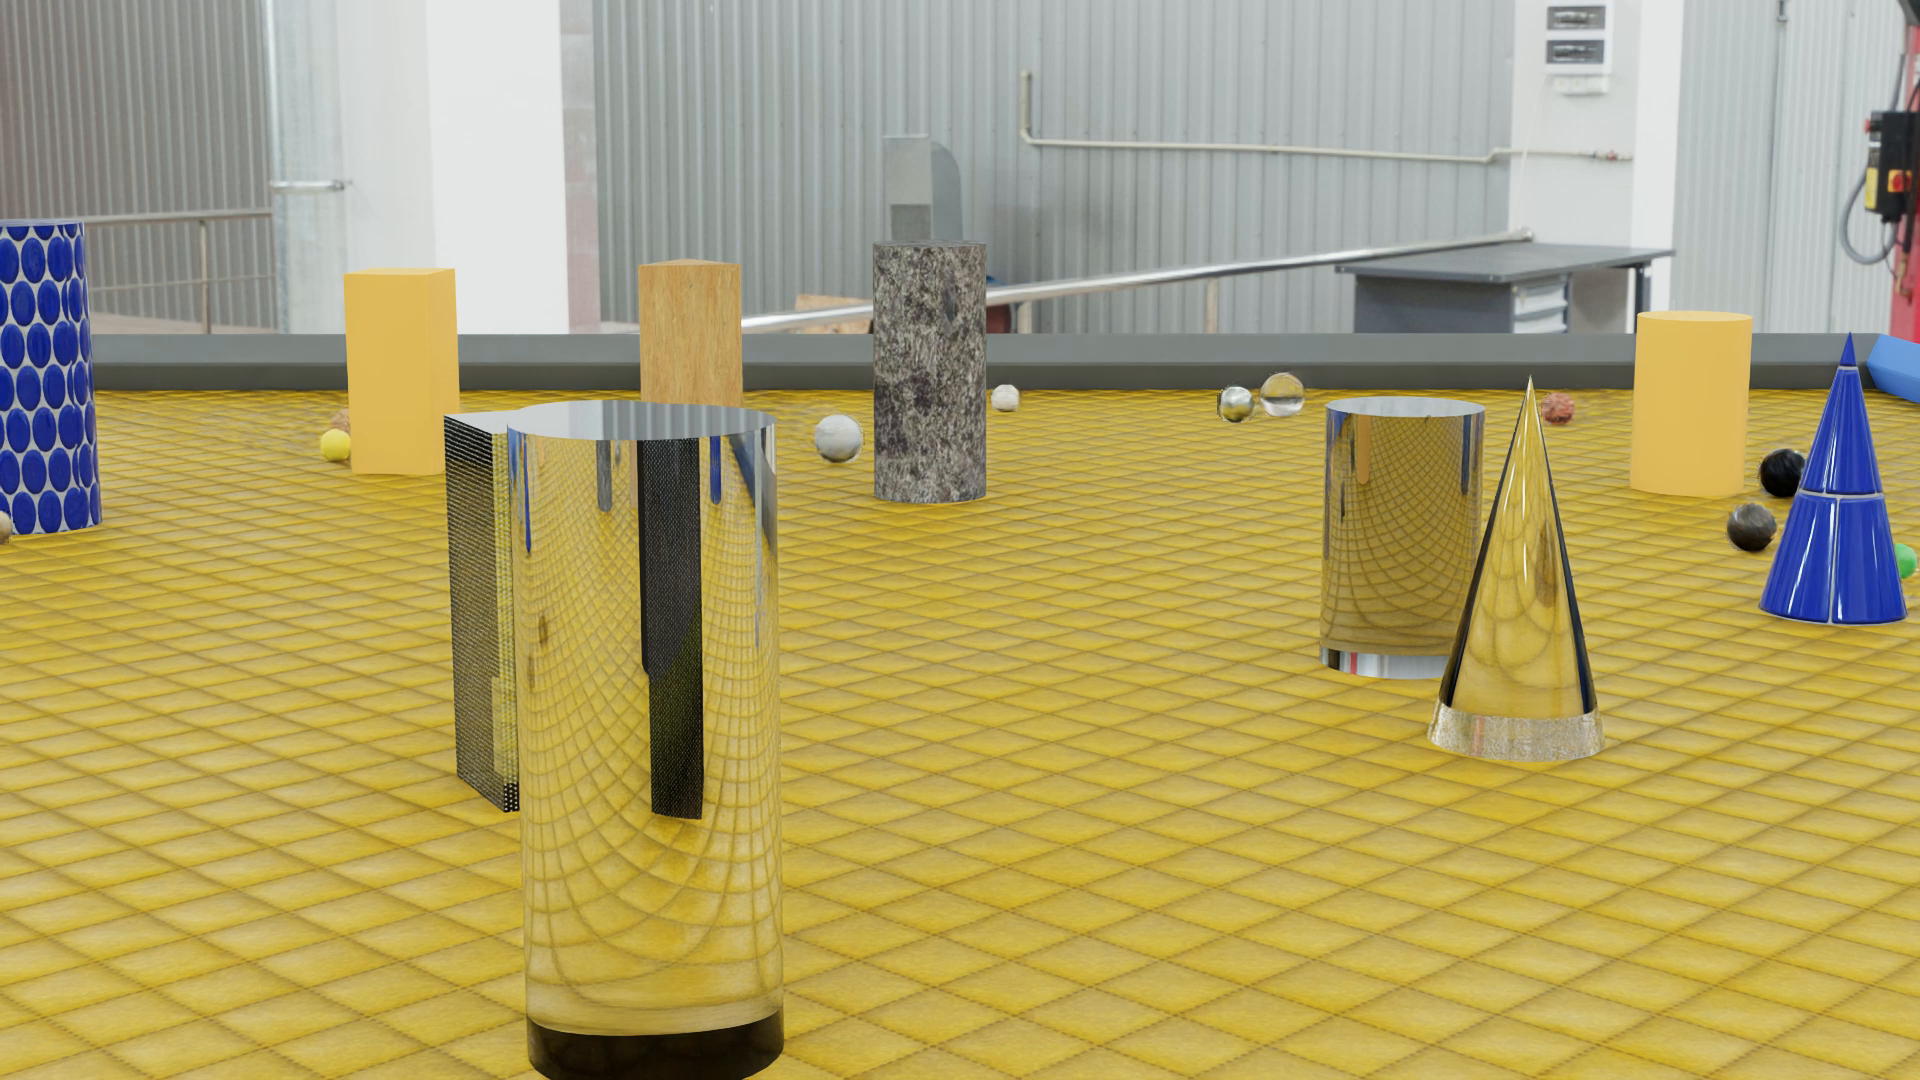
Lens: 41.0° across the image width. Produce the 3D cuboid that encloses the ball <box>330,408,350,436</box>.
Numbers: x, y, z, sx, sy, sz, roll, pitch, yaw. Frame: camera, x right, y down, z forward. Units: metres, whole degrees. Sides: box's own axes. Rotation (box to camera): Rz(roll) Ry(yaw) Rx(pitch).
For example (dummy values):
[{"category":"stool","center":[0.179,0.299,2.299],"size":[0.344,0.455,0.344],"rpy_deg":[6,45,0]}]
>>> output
[{"category":"ball","center":[-1.172,-0.216,4.928],"size":[0.074,0.074,0.074],"rpy_deg":[0,11,0]}]

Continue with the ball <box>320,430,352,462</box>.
[{"category":"ball","center":[-1.155,-0.175,4.749],"size":[0.059,0.059,0.059],"rpy_deg":[0,11,0]}]

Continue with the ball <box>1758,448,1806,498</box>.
[{"category":"ball","center":[1.398,-0.114,4.350],"size":[0.083,0.083,0.083],"rpy_deg":[0,11,0]}]

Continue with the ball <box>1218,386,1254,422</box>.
[{"category":"ball","center":[0.566,-0.278,5.262],"size":[0.073,0.073,0.073],"rpy_deg":[0,11,0]}]

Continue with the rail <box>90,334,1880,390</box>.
[{"category":"rail","center":[-0.014,-0.398,5.761],"size":[4.183,0.125,0.045],"rpy_deg":[0,11,0]}]

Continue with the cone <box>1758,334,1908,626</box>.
[{"category":"cone","center":[1.175,-0.091,3.421],"size":[0.192,0.379,0.192],"rpy_deg":[0,11,0]}]

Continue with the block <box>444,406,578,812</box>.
[{"category":"block","center":[-0.417,0.064,2.592],"size":[0.153,0.376,0.153],"rpy_deg":[-6,12,-28]}]

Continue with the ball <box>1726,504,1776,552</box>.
[{"category":"ball","center":[1.195,-0.019,3.874],"size":[0.072,0.072,0.072],"rpy_deg":[0,11,0]}]

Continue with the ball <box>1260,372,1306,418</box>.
[{"category":"ball","center":[0.670,-0.300,5.326],"size":[0.093,0.093,0.093],"rpy_deg":[0,11,0]}]

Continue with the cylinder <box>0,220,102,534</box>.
[{"category":"cylinder","center":[-1.474,-0.262,4.064],"size":[0.192,0.479,0.192],"rpy_deg":[0,11,0]}]

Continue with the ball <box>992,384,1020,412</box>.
[{"category":"ball","center":[0.096,-0.299,5.413],"size":[0.060,0.060,0.060],"rpy_deg":[0,11,0]}]

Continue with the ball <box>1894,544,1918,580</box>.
[{"category":"ball","center":[1.274,0.029,3.483],"size":[0.050,0.050,0.050],"rpy_deg":[0,11,0]}]

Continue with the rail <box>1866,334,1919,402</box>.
[{"category":"rail","center":[2.068,0.030,3.461],"size":[0.045,0.125,4.751],"rpy_deg":[0,11,0]}]

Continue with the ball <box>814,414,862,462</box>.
[{"category":"ball","center":[-0.225,-0.187,4.728],"size":[0.089,0.089,0.089],"rpy_deg":[0,11,0]}]

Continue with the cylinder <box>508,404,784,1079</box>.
[{"category":"cylinder","center":[-0.228,0.147,1.883],"size":[0.192,0.473,0.192],"rpy_deg":[0,11,0]}]

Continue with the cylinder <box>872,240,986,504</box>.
[{"category":"cylinder","center":[-0.051,-0.289,4.351],"size":[0.192,0.428,0.192],"rpy_deg":[0,11,0]}]

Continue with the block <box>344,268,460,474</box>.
[{"category":"block","center":[-1.008,-0.308,4.648],"size":[0.153,0.357,0.153],"rpy_deg":[1,11,8]}]

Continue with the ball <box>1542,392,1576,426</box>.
[{"category":"ball","center":[1.216,-0.266,5.217],"size":[0.067,0.067,0.067],"rpy_deg":[0,11,0]}]

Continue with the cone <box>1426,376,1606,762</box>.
[{"category":"cone","center":[0.607,0.020,2.765],"size":[0.192,0.400,0.192],"rpy_deg":[0,11,0]}]

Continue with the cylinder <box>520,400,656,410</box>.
[{"category":"cylinder","center":[-0.451,-0.012,3.201],"size":[0.192,0.303,0.192],"rpy_deg":[0,11,0]}]

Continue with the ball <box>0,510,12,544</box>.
[{"category":"ball","center":[-1.477,-0.019,3.917],"size":[0.057,0.057,0.057],"rpy_deg":[0,11,0]}]

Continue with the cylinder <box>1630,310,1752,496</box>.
[{"category":"cylinder","center":[1.263,-0.239,4.437],"size":[0.192,0.298,0.192],"rpy_deg":[0,11,0]}]

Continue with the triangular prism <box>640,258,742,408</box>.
[{"category":"triangular prism","center":[-0.460,-0.276,4.368],"size":[0.166,0.395,0.144],"rpy_deg":[-2,11,-8]}]

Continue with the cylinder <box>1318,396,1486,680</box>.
[{"category":"cylinder","center":[0.540,-0.006,3.137],"size":[0.192,0.316,0.192],"rpy_deg":[0,11,0]}]
